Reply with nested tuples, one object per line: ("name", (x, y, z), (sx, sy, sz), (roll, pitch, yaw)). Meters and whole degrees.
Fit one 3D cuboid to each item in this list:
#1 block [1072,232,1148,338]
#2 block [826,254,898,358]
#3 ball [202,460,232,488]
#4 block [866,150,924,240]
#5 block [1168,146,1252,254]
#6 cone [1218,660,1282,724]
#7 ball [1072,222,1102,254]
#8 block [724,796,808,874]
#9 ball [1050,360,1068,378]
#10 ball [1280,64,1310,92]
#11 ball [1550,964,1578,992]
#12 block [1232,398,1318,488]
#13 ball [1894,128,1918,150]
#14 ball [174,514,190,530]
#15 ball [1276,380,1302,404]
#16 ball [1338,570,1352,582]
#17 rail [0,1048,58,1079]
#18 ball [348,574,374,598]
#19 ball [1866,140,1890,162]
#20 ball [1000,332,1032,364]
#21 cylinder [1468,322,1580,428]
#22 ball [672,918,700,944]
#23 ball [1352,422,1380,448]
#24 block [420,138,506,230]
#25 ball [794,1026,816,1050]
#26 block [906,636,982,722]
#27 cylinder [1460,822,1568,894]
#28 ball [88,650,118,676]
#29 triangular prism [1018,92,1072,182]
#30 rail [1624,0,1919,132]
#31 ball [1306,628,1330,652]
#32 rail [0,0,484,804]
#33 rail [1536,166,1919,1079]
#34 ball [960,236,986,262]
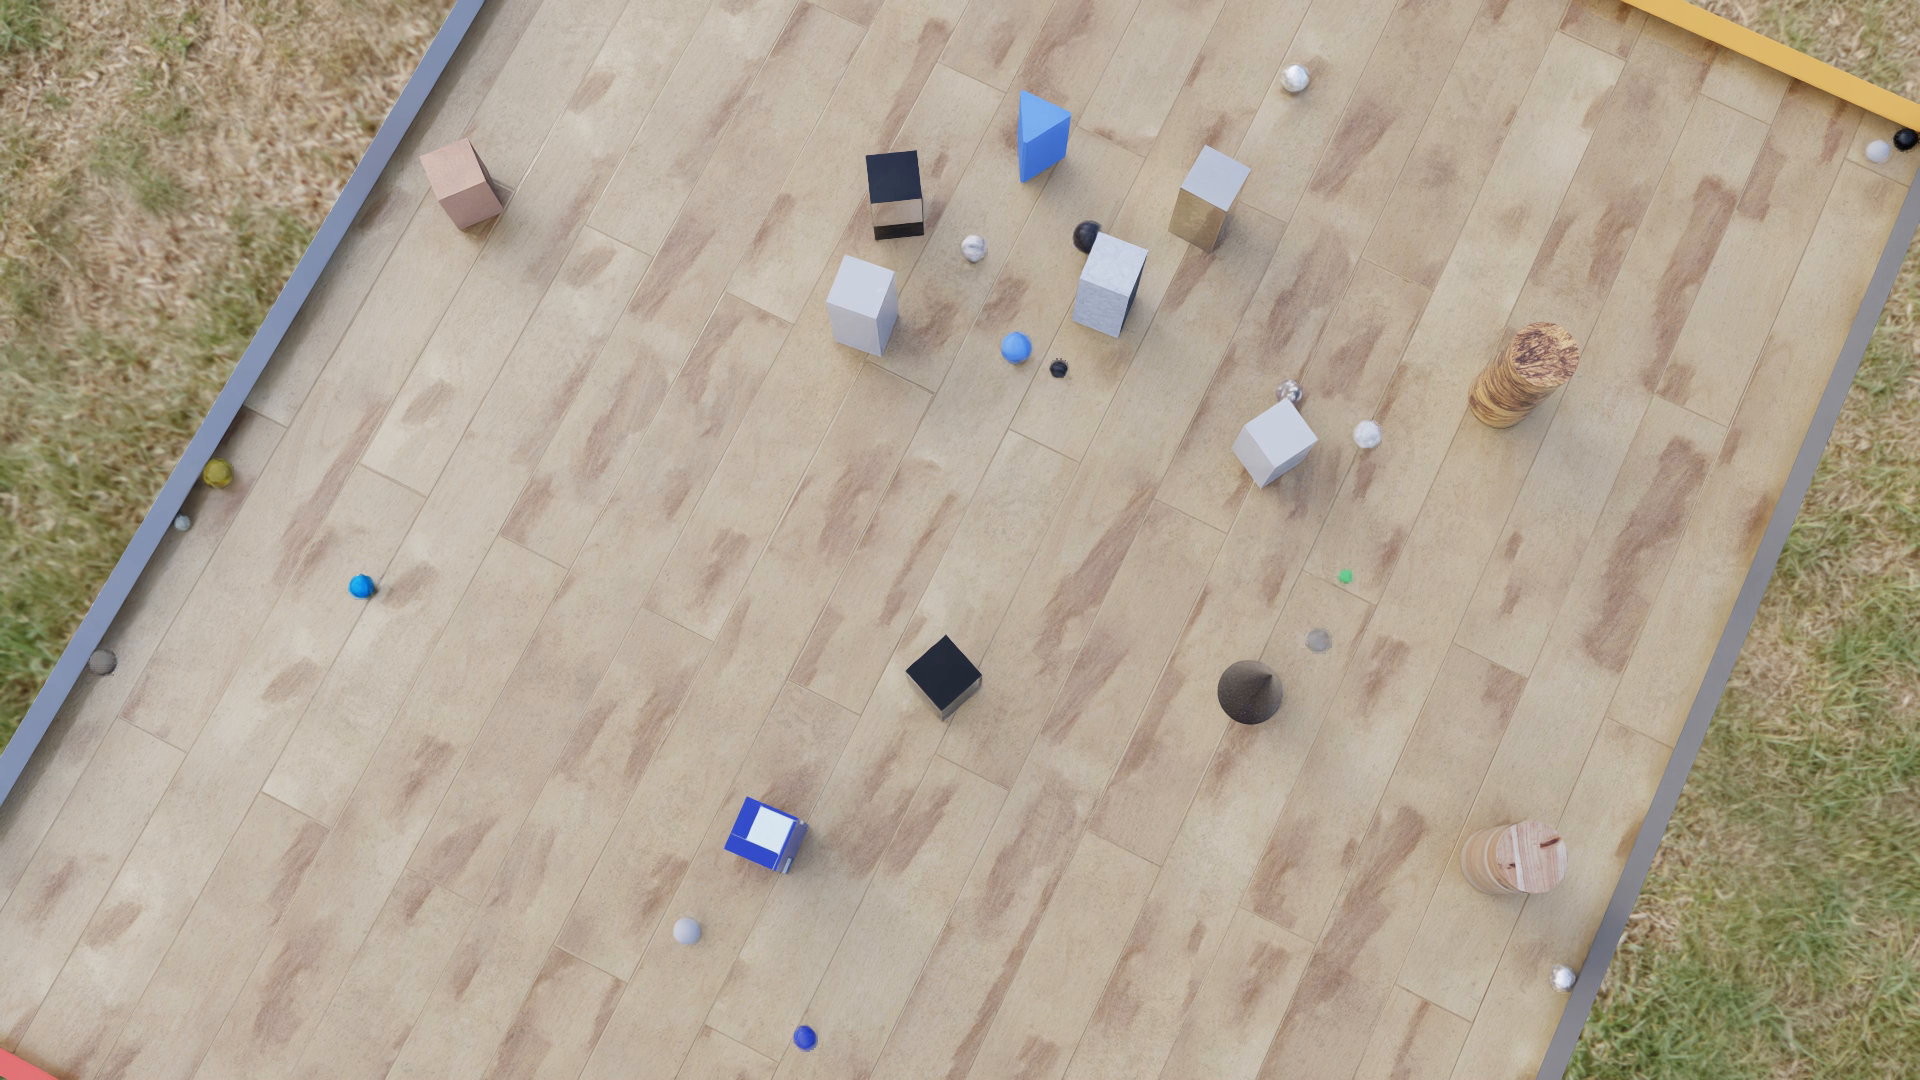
("block", (0.453, -0.772, 5.578), (0.157, 0.388, 0.157), (22, 79, 4))
("block", (-0.293, -0.707, 5.572), (0.157, 0.374, 0.157), (19, 79, 4))
("ball", (-2.275, -0.203, 5.615), (0.085, 0.085, 0.085), (0, 78, 0))
("block", (-0.200, -1.066, 5.682), (0.157, 0.303, 0.157), (-6, 78, -1))
("block", (0.765, -1.046, 5.651), (0.157, 0.356, 0.157), (29, 80, 6))
("cone", (0.873, 0.418, 5.324), (0.196, 0.403, 0.196), (0, 78, 0))
("ball", (0.403, -0.950, 5.763), (0.098, 0.098, 0.098), (0, 78, 0))
("block", (-0.551, 0.850, 5.254), (0.157, 0.366, 0.157), (22, 79, 4))
("ball", (0.307, -0.531, 5.699), (0.053, 0.053, 0.053), (0, 78, 0))
("ball", (1.075, -1.480, 5.877), (0.090, 0.090, 0.090), (0, 78, 0))
("ball", (1.749, 1.270, 5.314), (0.077, 0.077, 0.077), (0, 78, 0))
("block", (0.948, -0.290, 5.540), (0.157, 0.267, 0.157), (-33, 80, -6))
("ball", (3.015, -1.277, 5.845), (0.070, 0.070, 0.070), (0, 78, 0))
("ball", (-2.379, -0.055, 5.603), (0.049, 0.049, 0.049), (0, 78, 0))
("ball", (1.016, -0.455, 5.670), (0.080, 0.080, 0.080), (0, 78, 0))
("ball", (1.172, 0.110, 5.573), (0.042, 0.042, 0.042), (0, 78, 0))
("rail", (-1.151, 2.262, 5.082), (4.433, 0.127, 0.045), (26, 80, 5))
("ball", (-1.813, 0.141, 5.550), (0.072, 0.072, 0.072), (0, 78, 0))
("ball", (2.922, -1.240, 5.838), (0.069, 0.069, 0.069), (0, 78, 0))
("ball", (0.174, -0.597, 5.691), (0.096, 0.096, 0.096), (0, 78, 0))
("cylinder", (1.680, -0.487, 5.485), (0.196, 0.455, 0.196), (0, 78, 0))
("ball", (-0.797, 1.140, 5.341), (0.078, 0.078, 0.078), (0, 78, 0))
("ball", (1.251, -0.324, 5.641), (0.084, 0.084, 0.084), (0, 78, 0))
("block", (-1.551, -1.110, 5.722), (0.157, 0.244, 0.157), (-24, 79, -5))
("ball", (-0.448, 1.435, 5.286), (0.066, 0.066, 0.066), (0, 78, 0))
("block", (-0.047, 0.409, 5.382), (0.157, 0.293, 0.157), (-41, 81, -8))
("cylinder", (1.577, 0.912, 5.235), (0.196, 0.378, 0.196), (0, 78, 0))
("ball", (-2.572, 0.367, 5.501), (0.077, 0.077, 0.077), (0, 78, 0))
("triangular prism", (0.228, -1.278, 5.724), (0.169, 0.308, 0.147), (-33, 80, -6))
("rail", (1.151, -2.248, 6.016), (4.433, 0.127, 0.045), (26, 80, 5))
("ball", (1.078, 0.303, 5.518), (0.071, 0.071, 0.071), (0, 78, 0))
("rail", (-1.961, -0.954, 5.748), (0.045, 0.127, 5.197), (26, 80, 5))
("rail", (1.961, 0.967, 5.350), (0.045, 0.127, 5.197), (26, 80, 5))
("ball", (0.042, -0.917, 5.765), (0.080, 0.080, 0.080), (0, 78, 0))
